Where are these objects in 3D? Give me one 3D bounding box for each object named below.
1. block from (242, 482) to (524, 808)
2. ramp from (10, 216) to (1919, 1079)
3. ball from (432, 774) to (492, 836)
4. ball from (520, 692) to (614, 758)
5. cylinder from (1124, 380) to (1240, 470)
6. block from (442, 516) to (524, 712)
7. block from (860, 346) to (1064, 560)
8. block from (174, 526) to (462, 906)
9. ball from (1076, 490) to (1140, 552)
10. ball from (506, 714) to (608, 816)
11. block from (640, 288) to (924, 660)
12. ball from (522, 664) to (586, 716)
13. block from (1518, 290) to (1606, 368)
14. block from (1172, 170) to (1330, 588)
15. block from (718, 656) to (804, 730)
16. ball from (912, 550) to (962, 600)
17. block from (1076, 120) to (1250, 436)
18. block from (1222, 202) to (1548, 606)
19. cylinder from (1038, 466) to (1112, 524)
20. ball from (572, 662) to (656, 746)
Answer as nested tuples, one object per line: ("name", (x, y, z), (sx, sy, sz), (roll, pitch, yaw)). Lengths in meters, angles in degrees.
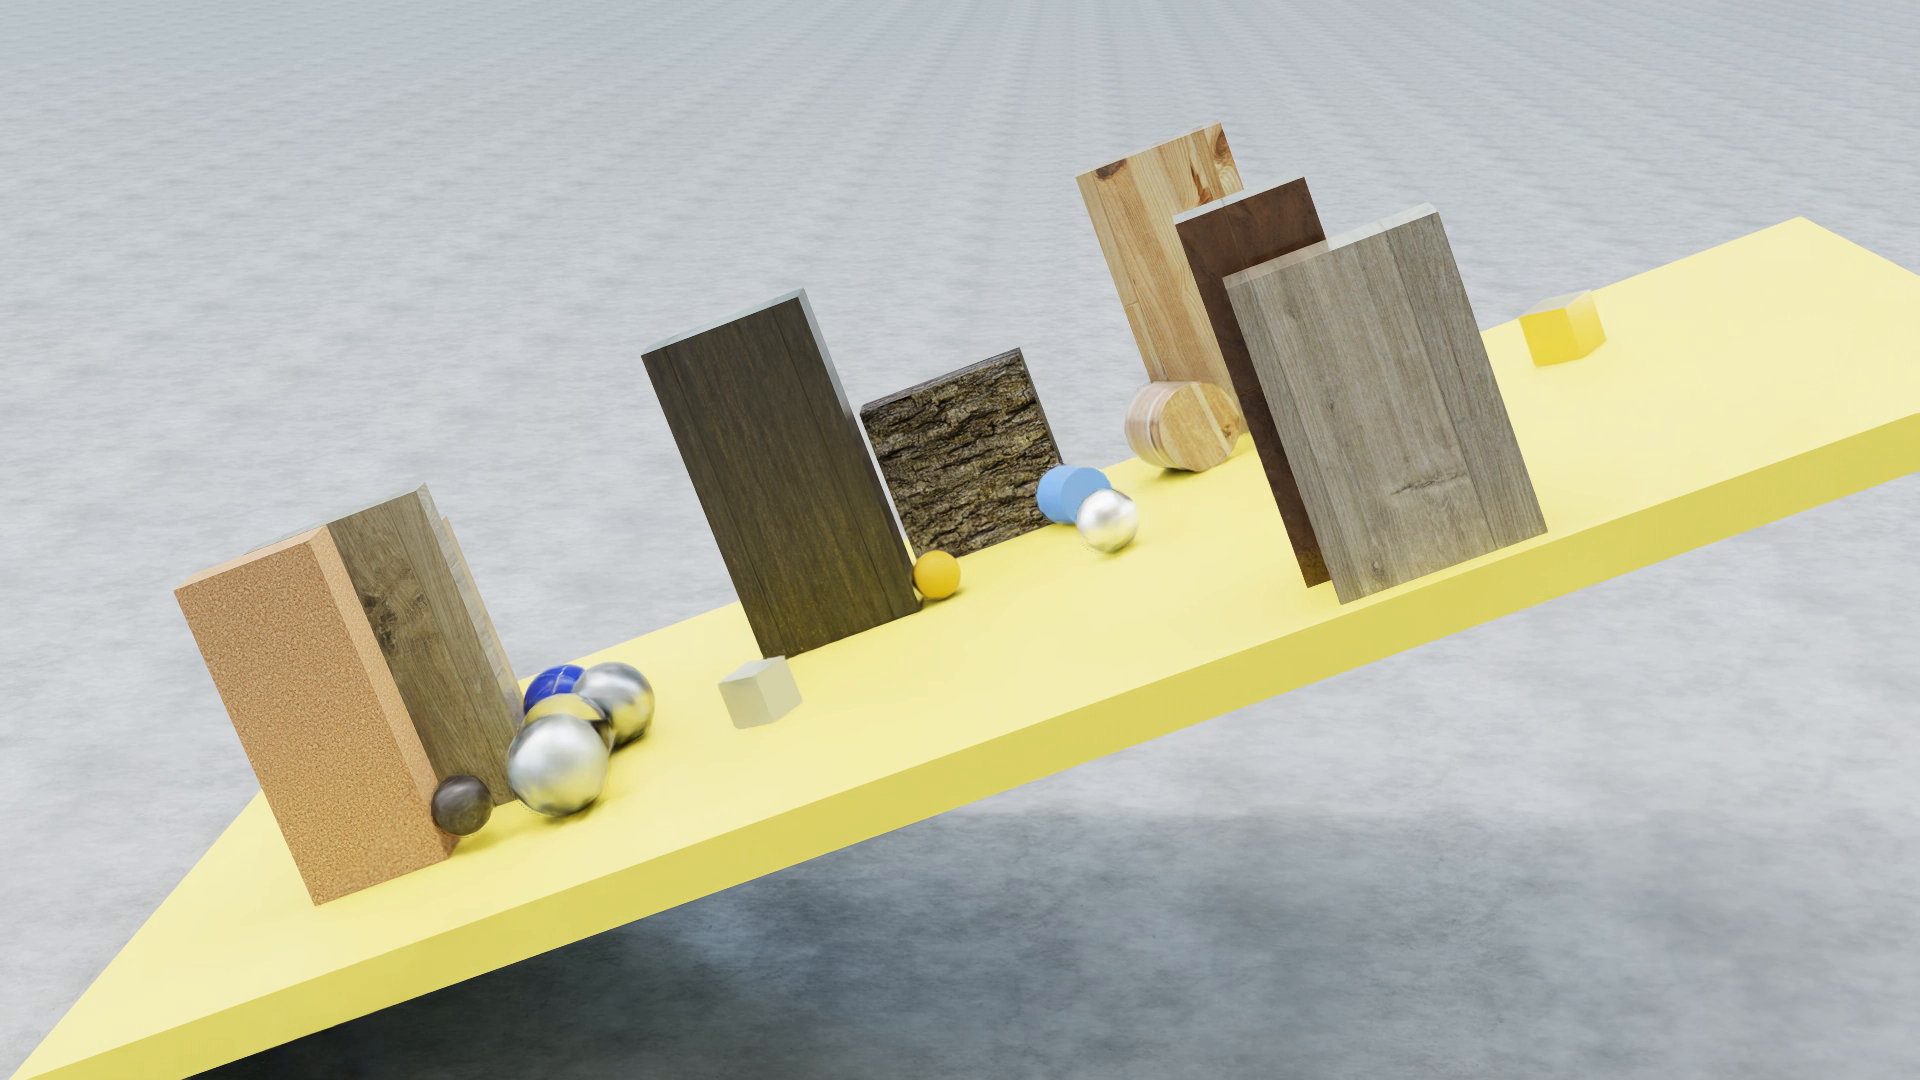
("block", (-1.183, 0.270, 6.203), (0.395, 0.689, 0.087), (-20, 12, 7))
("ramp", (0.118, 0.176, 6.295), (4.000, 0.100, 2.000), (-20, 12, 7))
("ball", (-1.008, 0.536, 5.952), (0.122, 0.122, 0.122), (0, 13, 0))
("ball", (-0.821, 0.416, 6.128), (0.195, 0.195, 0.195), (0, 13, 0))
("cylinder", (0.517, -0.268, 6.857), (0.203, 0.203, 0.203), (-5, 6, -20))
("block", (-1.164, 0.275, 6.432), (0.305, 0.574, 0.129), (-20, 12, 7))
("block", (0.024, -0.189, 6.876), (0.394, 0.400, 0.119), (-20, 12, 7))
("block", (-1.296, 0.357, 5.959), (0.297, 0.706, 0.138), (-20, 12, 7))
("ball", (0.319, -0.041, 6.337), (0.137, 0.137, 0.137), (0, 13, 0))
("ball", (-0.810, 0.452, 5.916), (0.206, 0.206, 0.206), (0, 13, 0))
("block", (-0.387, -0.138, 6.508), (0.369, 0.746, 0.139), (-20, 12, 7))
("ball", (-0.865, 0.365, 6.456), (0.187, 0.187, 0.187), (0, 13, 0))
("block", (1.336, -0.469, 6.522), (0.121, 0.121, 0.121), (-10, 16, 43))
("block", (0.638, -0.298, 5.465), (0.248, 0.727, 0.126), (-20, 12, 7))
("block", (-0.413, 0.316, 6.082), (0.107, 0.107, 0.107), (-12, 15, 38))
("ball", (-0.051, 0.078, 6.519), (0.110, 0.110, 0.110), (0, 13, 0))
("block", (0.566, -0.595, 6.981), (0.360, 0.715, 0.103), (-20, 12, 7))
("block", (0.763, -0.244, 5.285), (0.392, 0.613, 0.145), (-20, 12, 7))
("cylinder", (0.263, -0.103, 6.736), (0.130, 0.130, 0.130), (-6, 5, -23))
("ball", (-0.746, 0.352, 6.314), (0.184, 0.184, 0.184), (0, 13, 0))
